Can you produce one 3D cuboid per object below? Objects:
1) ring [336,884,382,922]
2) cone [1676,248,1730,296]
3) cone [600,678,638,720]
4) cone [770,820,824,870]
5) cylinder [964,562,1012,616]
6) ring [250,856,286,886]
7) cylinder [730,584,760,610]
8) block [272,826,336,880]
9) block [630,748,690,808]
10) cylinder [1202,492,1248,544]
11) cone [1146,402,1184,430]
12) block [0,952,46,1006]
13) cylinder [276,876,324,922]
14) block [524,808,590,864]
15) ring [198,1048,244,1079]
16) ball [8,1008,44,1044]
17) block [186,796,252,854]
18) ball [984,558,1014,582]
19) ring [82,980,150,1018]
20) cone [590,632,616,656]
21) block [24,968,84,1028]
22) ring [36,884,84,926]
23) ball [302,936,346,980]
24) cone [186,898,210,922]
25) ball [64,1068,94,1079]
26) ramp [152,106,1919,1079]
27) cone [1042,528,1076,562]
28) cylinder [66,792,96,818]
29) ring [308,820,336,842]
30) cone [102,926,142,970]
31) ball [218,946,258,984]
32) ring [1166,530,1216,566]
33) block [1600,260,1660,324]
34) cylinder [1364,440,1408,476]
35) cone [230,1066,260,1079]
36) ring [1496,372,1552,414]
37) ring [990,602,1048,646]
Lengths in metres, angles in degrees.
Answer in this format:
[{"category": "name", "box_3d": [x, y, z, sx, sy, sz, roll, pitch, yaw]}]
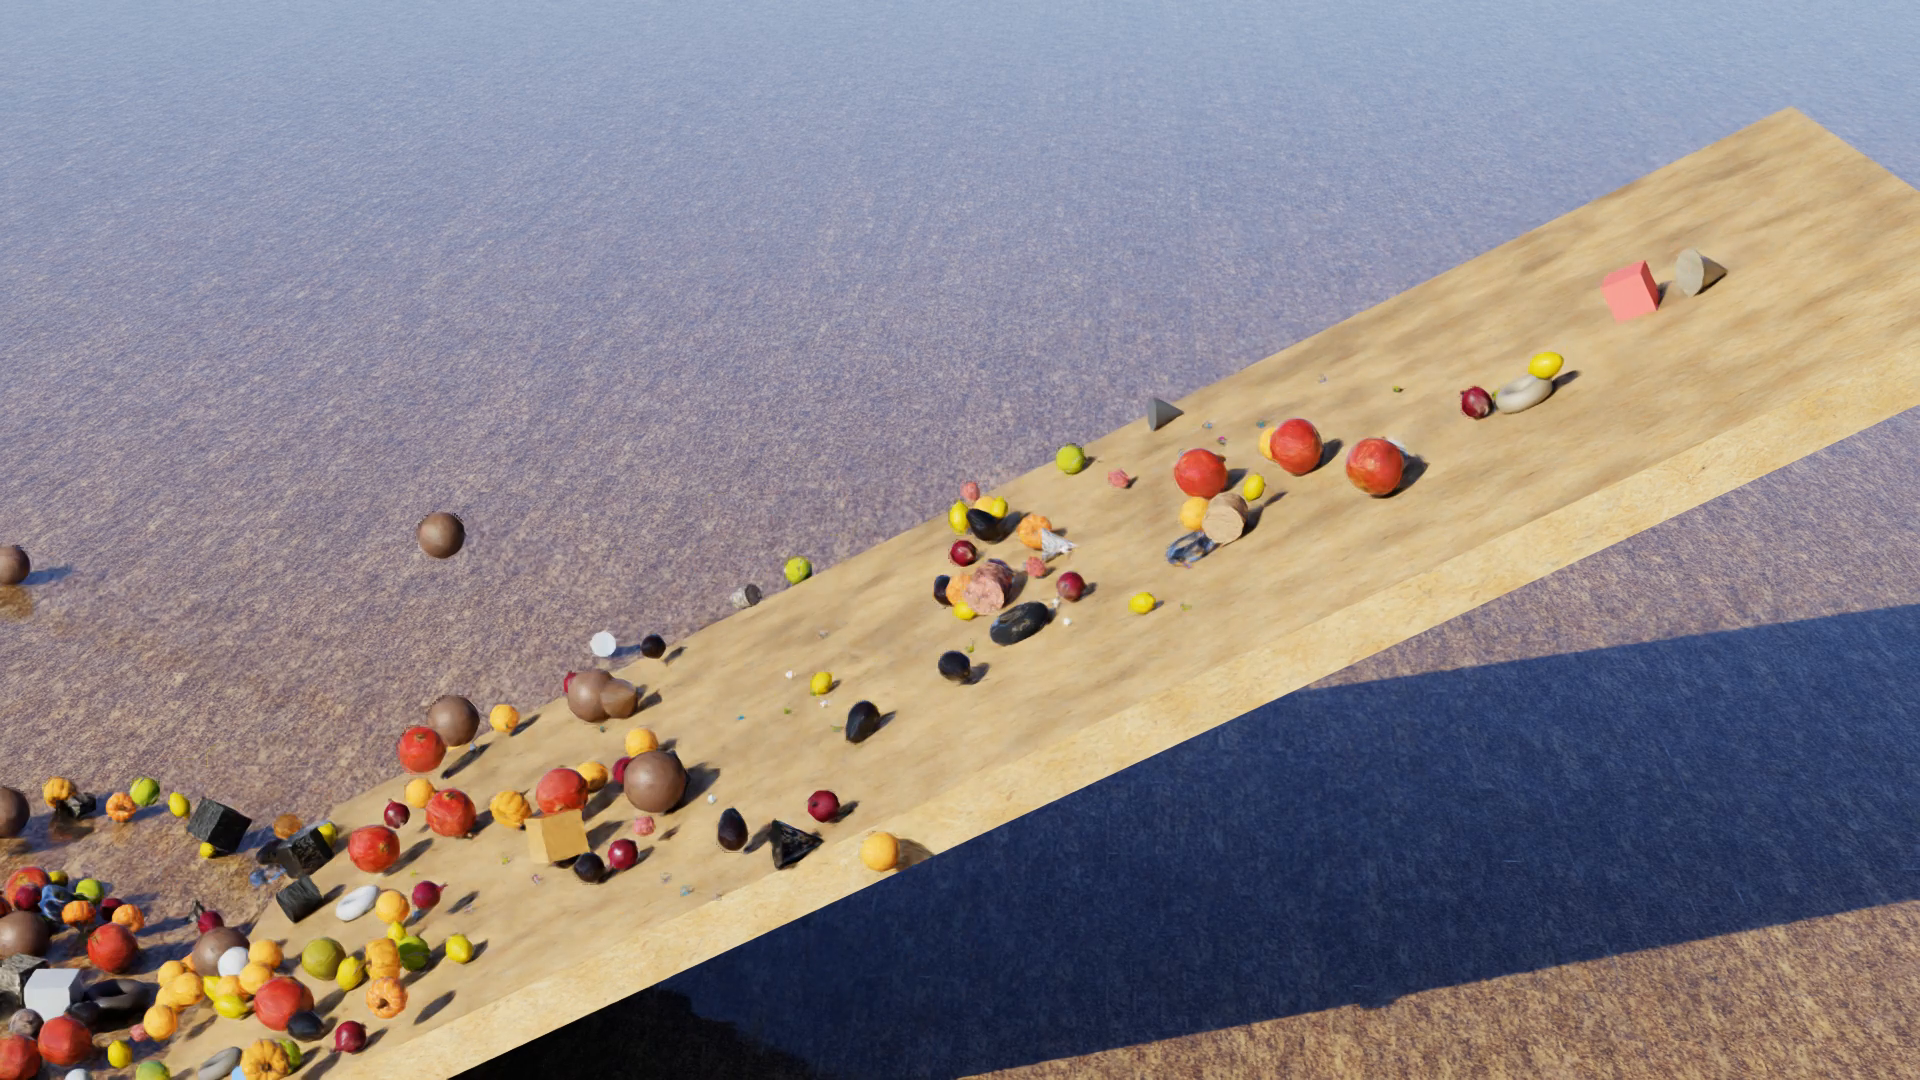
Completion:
[{"category": "ring", "box_3d": [-1.336, 0.806, 6.531, 0.112, 0.037, 0.112, -27, 15, 8]}, {"category": "cone", "box_3d": [1.503, -0.539, 5.900, 0.097, 0.097, 0.097, -4, 17, -21]}, {"category": "cone", "box_3d": [-0.778, 0.365, 6.894, 0.098, 0.098, 0.098, -11, -6, -32]}, {"category": "cone", "box_3d": [-0.292, 0.556, 5.400, 0.093, 0.093, 0.093, -2, 17, -16]}, {"category": "cylinder", "box_3d": [0.061, 0.104, 6.270, 0.085, 0.085, 0.085, 4, 23, 12]}, {"category": "ring", "box_3d": [-1.693, 0.810, 7.219, 0.112, 0.037, 0.112, -29, 13, 8]}, {"category": "cylinder", "box_3d": [-0.536, 0.142, 7.359, 0.054, 0.054, 0.054, -17, 2, 42]}, {"category": "block", "box_3d": [-1.581, 0.754, 7.087, 0.087, 0.087, 0.087, -12, 21, 48]}, {"category": "block", "box_3d": [-0.628, 0.501, 6.180, 0.079, 0.079, 0.079, -23, 15, 21]}, {"category": "cylinder", "box_3d": [0.533, -0.045, 5.902, 0.082, 0.082, 0.082, 4, 21, 12]}, {"category": "cone", "box_3d": [0.498, -0.303, 7.006, 0.083, 0.083, 0.083, -19, 22, -14]}, {"category": "block", "box_3d": [-2.141, 1.001, 6.700, 0.082, 0.082, 0.082, 9, 19, 26]}, {"category": "cylinder", "box_3d": [-1.508, 0.820, 6.719, 0.080, 0.080, 0.080, -37, 29, -15]}, {"category": "block", "box_3d": [-0.833, 0.611, 6.079, 0.092, 0.092, 0.092, -13, 1, -29]}, {"category": "ring", "box_3d": [-1.488, 1.057, 5.919, 0.101, 0.034, 0.101, -27, 12, 6]}, {"category": "ball", "box_3d": [-2.040, 1.062, 6.424, 0.077, 0.077, 0.077, 0, 17, 0]}, {"category": "block", "box_3d": [-1.890, 0.727, 7.498, 0.097, 0.097, 0.097, 19, -10, 41]}, {"category": "ball", "box_3d": [0.077, 0.079, 6.346, 0.078, 0.078, 0.078, 0, 17, 0]}, {"category": "ring", "box_3d": [-1.908, 1.035, 6.644, 0.148, 0.049, 0.148, -1, 16, 0]}, {"category": "cone", "box_3d": [-1.089, 0.315, 8.983, 0.078, 0.078, 0.078, -2, 2, -6]}, {"category": "block", "box_3d": [-2.029, 1.027, 6.585, 0.099, 0.099, 0.099, -1, 17, -2]}, {"category": "ring", "box_3d": [-2.165, 0.879, 7.076, 0.126, 0.042, 0.126, 42, 9, -8]}, {"category": "ball", "box_3d": [-1.331, 0.875, 6.154, 0.091, 0.091, 0.091, 0, 17, 0]}, {"category": "cone", "box_3d": [-1.846, 0.890, 7.116, 0.053, 0.053, 0.053, 0, 17, 0]}, {"category": "ball", "box_3d": [-1.870, 1.151, 6.242, 0.060, 0.060, 0.060, 0, 17, 0]}, {"category": "ramp", "box_3d": [0.140, 0.168, 6.281, 4.000, 0.100, 2.000, -26, 14, 10]}, {"category": "cone", "box_3d": [0.219, 0.012, 6.405, 0.078, 0.078, 0.078, 1, 17, 5]}, {"category": "cylinder", "box_3d": [-2.310, 0.695, 7.730, 0.055, 0.055, 0.055, 10, 18, 31]}, {"category": "ring", "box_3d": [-1.605, 0.738, 7.290, 0.126, 0.042, 0.126, -28, 13, 7]}, {"category": "cone", "box_3d": [-1.963, 0.943, 6.875, 0.092, 0.092, 0.092, 0, 17, 0]}, {"category": "ball", "box_3d": [-1.567, 0.924, 6.380, 0.082, 0.082, 0.082, 0, 17, 0]}, {"category": "ring", "box_3d": [0.463, 0.016, 5.915, 0.108, 0.036, 0.108, -26, 13, 7]}, {"category": "block", "box_3d": [1.359, -0.502, 5.959, 0.085, 0.085, 0.085, -21, 15, 26]}, {"category": "cylinder", "box_3d": [0.831, -0.160, 5.743, 0.069, 0.069, 0.069, -3, -1, -11]}, {"category": "cone", "box_3d": [-1.382, 1.047, 5.734, 0.054, 0.054, 0.054, 8, 10, 25]}, {"category": "ring", "box_3d": [1.106, -0.288, 5.768, 0.120, 0.040, 0.120, -27, 15, 8]}, {"category": "ring", "box_3d": [0.121, 0.170, 6.007, 0.131, 0.044, 0.131, -26, 15, 8]}]
